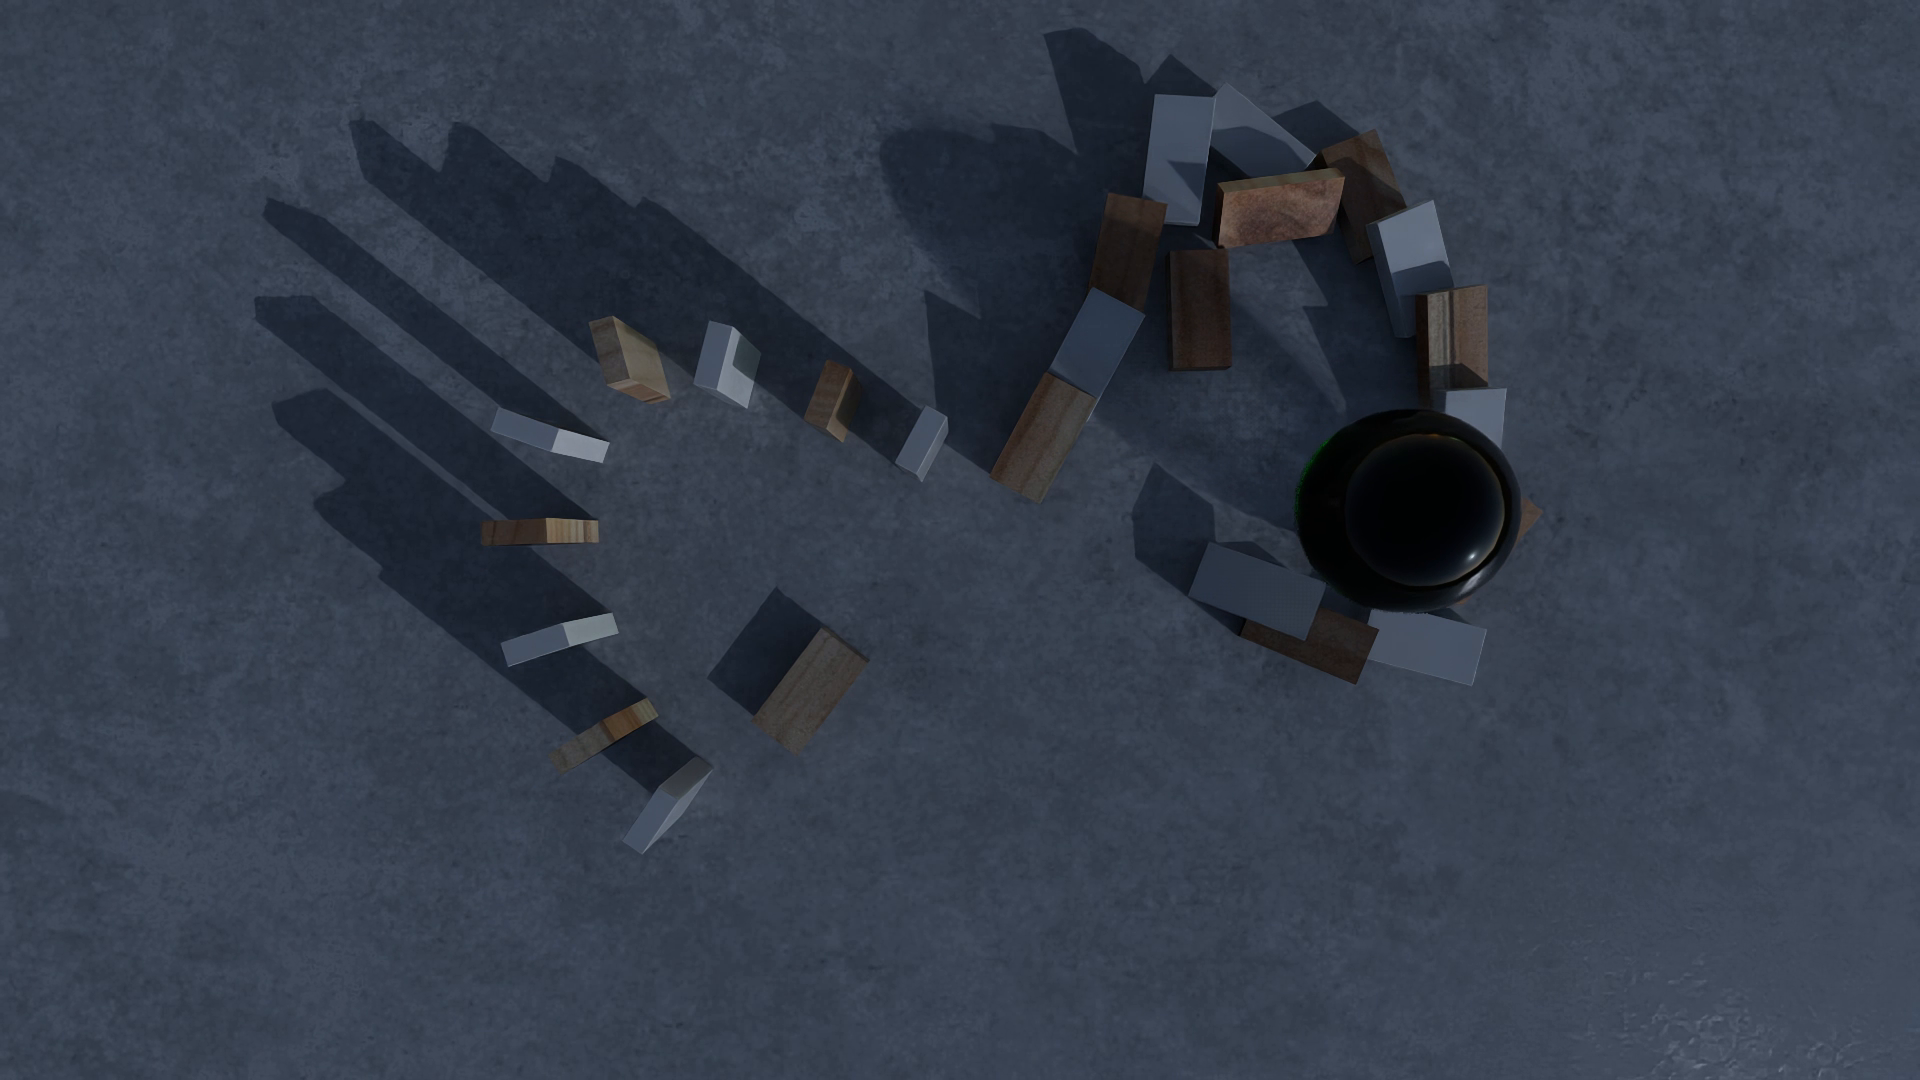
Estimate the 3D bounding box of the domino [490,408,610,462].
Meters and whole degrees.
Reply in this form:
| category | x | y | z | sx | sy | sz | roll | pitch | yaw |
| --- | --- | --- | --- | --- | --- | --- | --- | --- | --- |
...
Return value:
| category | x | y | z | sx | sy | sz | roll | pitch | yaw |
| --- | --- | --- | --- | --- | --- | --- | --- | --- | --- |
| domino | -0.166 | -0.042 | 0.375 | 0.025 | 0.050 | 0.009 | 19 | 90 | 0 |

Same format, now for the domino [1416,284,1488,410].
| category | x | y | z | sx | sy | sz | roll | pitch | yaw |
| --- | --- | --- | --- | --- | --- | --- | --- | --- | --- |
| domino | 0.209 | -0.081 | 0.389 | 0.025 | 0.009 | 0.050 | -10 | 106 | 0 |

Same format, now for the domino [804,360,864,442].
| category | x | y | z | sx | sy | sz | roll | pitch | yaw |
| --- | --- | --- | --- | --- | --- | --- | --- | --- | --- |
| domino | -0.051 | -0.056 | 0.375 | 0.009 | 0.050 | 0.025 | 22 | 90 | 0 |

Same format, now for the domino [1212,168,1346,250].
| category | x | y | z | sx | sy | sz | roll | pitch | yaw |
| --- | --- | --- | --- | --- | --- | --- | --- | --- | --- |
| domino | 0.134 | -0.140 | 0.388 | 0.050 | 0.025 | 0.009 | -7 | 45 | 0 |

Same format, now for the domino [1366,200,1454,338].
| category | x | y | z | sx | sy | sz | roll | pitch | yaw |
| --- | --- | --- | --- | --- | --- | --- | --- | --- | --- |
| domino | 0.193 | -0.114 | 0.389 | 0.025 | 0.009 | 0.050 | -23 | 105 | 0 |

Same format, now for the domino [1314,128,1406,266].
| category | x | y | z | sx | sy | sz | roll | pitch | yaw |
| --- | --- | --- | --- | --- | --- | --- | --- | --- | --- |
| domino | 0.175 | -0.148 | 0.395 | 0.025 | 0.009 | 0.050 | -22 | 90 | 0 |

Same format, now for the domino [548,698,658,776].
| category | x | y | z | sx | sy | sz | roll | pitch | yaw |
| --- | --- | --- | --- | --- | --- | --- | --- | --- | --- |
| domino | -0.145 | 0.079 | 0.375 | 0.025 | 0.050 | 0.009 | -32 | 90 | 0 |

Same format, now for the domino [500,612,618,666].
| category | x | y | z | sx | sy | sz | roll | pitch | yaw |
| --- | --- | --- | --- | --- | --- | --- | --- | --- | --- |
| domino | -0.162 | 0.040 | 0.375 | 0.025 | 0.050 | 0.010 | -18 | 90 | 0 |

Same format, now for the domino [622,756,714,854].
| category | x | y | z | sx | sy | sz | roll | pitch | yaw |
| --- | --- | --- | --- | --- | --- | --- | --- | --- | --- |
| domino | -0.118 | 0.107 | 0.375 | 0.010 | 0.050 | 0.025 | 34 | 90 | 0 |

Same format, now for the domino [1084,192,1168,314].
| category | x | y | z | sx | sy | sz | roll | pitch | yaw |
| --- | --- | --- | --- | --- | --- | --- | --- | --- | --- |
| domino | 0.069 | -0.119 | 0.390 | 0.025 | 0.010 | 0.050 | 11 | 103 | 2 |

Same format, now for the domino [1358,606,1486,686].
| category | x | y | z | sx | sy | sz | roll | pitch | yaw |
| --- | --- | --- | --- | --- | --- | --- | --- | --- | --- |
| domino | 0.197 | 0.044 | 0.395 | 0.050 | 0.009 | 0.025 | 15 | 90 | 0 |

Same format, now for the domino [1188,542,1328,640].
| category | x | y | z | sx | sy | sz | roll | pitch | yaw |
| --- | --- | --- | --- | --- | --- | --- | --- | --- | --- |
| domino | 0.125 | 0.021 | 0.387 | 0.050 | 0.009 | 0.025 | 22 | 90 | 21 |

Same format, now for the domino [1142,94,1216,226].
| category | x | y | z | sx | sy | sz | roll | pitch | yaw |
| --- | --- | --- | --- | --- | --- | --- | --- | --- | --- |
| domino | 0.092 | -0.161 | 0.389 | 0.025 | 0.009 | 0.050 | 7 | 101 | 7 |

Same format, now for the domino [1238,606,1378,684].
| category | x | y | z | sx | sy | sz | roll | pitch | yaw |
| --- | --- | --- | --- | --- | --- | --- | --- | --- | --- |
| domino | 0.148 | 0.040 | 0.390 | 0.050 | 0.009 | 0.025 | 23 | 90 | 12 |

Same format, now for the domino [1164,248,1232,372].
| category | x | y | z | sx | sy | sz | roll | pitch | yaw |
| --- | --- | --- | --- | --- | --- | --- | --- | --- | --- |
| domino | 0.103 | -0.099 | 0.395 | 0.025 | 0.010 | 0.050 | -2 | 90 | 0 |

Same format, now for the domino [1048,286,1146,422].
| category | x | y | z | sx | sy | sz | roll | pitch | yaw |
| --- | --- | --- | --- | --- | --- | --- | --- | --- | --- |
| domino | 0.055 | -0.079 | 0.389 | 0.025 | 0.009 | 0.050 | 28 | 104 | 0 |

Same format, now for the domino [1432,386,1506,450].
| category | x | y | z | sx | sy | sz | roll | pitch | yaw |
| --- | --- | --- | --- | --- | --- | --- | --- | --- | --- |
| domino | 0.215 | -0.039 | 0.389 | 0.025 | 0.009 | 0.050 | -3 | 104 | 0 |

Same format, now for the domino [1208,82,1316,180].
| category | x | y | z | sx | sy | sz | roll | pitch | yaw |
| --- | --- | --- | --- | --- | --- | --- | --- | --- | --- |
| domino | 0.125 | -0.170 | 0.395 | 0.050 | 0.010 | 0.025 | 39 | 90 | 0 |

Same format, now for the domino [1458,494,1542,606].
| category | x | y | z | sx | sy | sz | roll | pitch | yaw |
| --- | --- | --- | --- | --- | --- | --- | --- | --- | --- |
| domino | 0.219 | 0.000 | 0.389 | 0.025 | 0.009 | 0.050 | 34 | 100 | -9 |

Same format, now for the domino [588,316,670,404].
| category | x | y | z | sx | sy | sz | roll | pitch | yaw |
| --- | --- | --- | --- | --- | --- | --- | --- | --- | --- |
| domino | -0.134 | -0.073 | 0.375 | 0.009 | 0.050 | 0.025 | -16 | 90 | 0 |

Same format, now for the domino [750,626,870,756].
| category | x | y | z | sx | sy | sz | roll | pitch | yaw |
| --- | --- | --- | --- | --- | --- | --- | --- | --- | --- |
| domino | -0.064 | 0.065 | 0.395 | 0.025 | 0.010 | 0.050 | 37 | 90 | 0 |

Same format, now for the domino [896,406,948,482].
| category | x | y | z | sx | sy | sz | roll | pitch | yaw |
| --- | --- | --- | --- | --- | --- | --- | --- | --- | --- |
| domino | -0.015 | -0.038 | 0.375 | 0.010 | 0.050 | 0.025 | 28 | 90 | 0 |

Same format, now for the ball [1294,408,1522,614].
| category | x | y | z | sx | sy | sz | roll | pitch | yaw |
| --- | --- | --- | --- | --- | --- | --- | --- | --- | --- |
| ball | 0.174 | -0.011 | 0.360 | 0.080 | 0.080 | 0.080 | 0 | 90 | 0 |

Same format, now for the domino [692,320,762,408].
| category | x | y | z | sx | sy | sz | roll | pitch | yaw |
| --- | --- | --- | --- | --- | --- | --- | --- | --- | --- |
| domino | -0.094 | -0.071 | 0.375 | 0.010 | 0.050 | 0.025 | 14 | 90 | 0 |

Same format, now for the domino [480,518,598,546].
| category | x | y | z | sx | sy | sz | roll | pitch | yaw |
| --- | --- | --- | --- | --- | --- | --- | --- | --- | --- |
| domino | -0.170 | -0.003 | 0.375 | 0.025 | 0.050 | 0.010 | -3 | 90 | 0 |

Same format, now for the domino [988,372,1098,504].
| category | x | y | z | sx | sy | sz | roll | pitch | yaw |
| --- | --- | --- | --- | --- | --- | --- | --- | --- | --- |
| domino | 0.035 | -0.043 | 0.390 | 0.025 | 0.009 | 0.050 | 28 | 104 | 0 |
